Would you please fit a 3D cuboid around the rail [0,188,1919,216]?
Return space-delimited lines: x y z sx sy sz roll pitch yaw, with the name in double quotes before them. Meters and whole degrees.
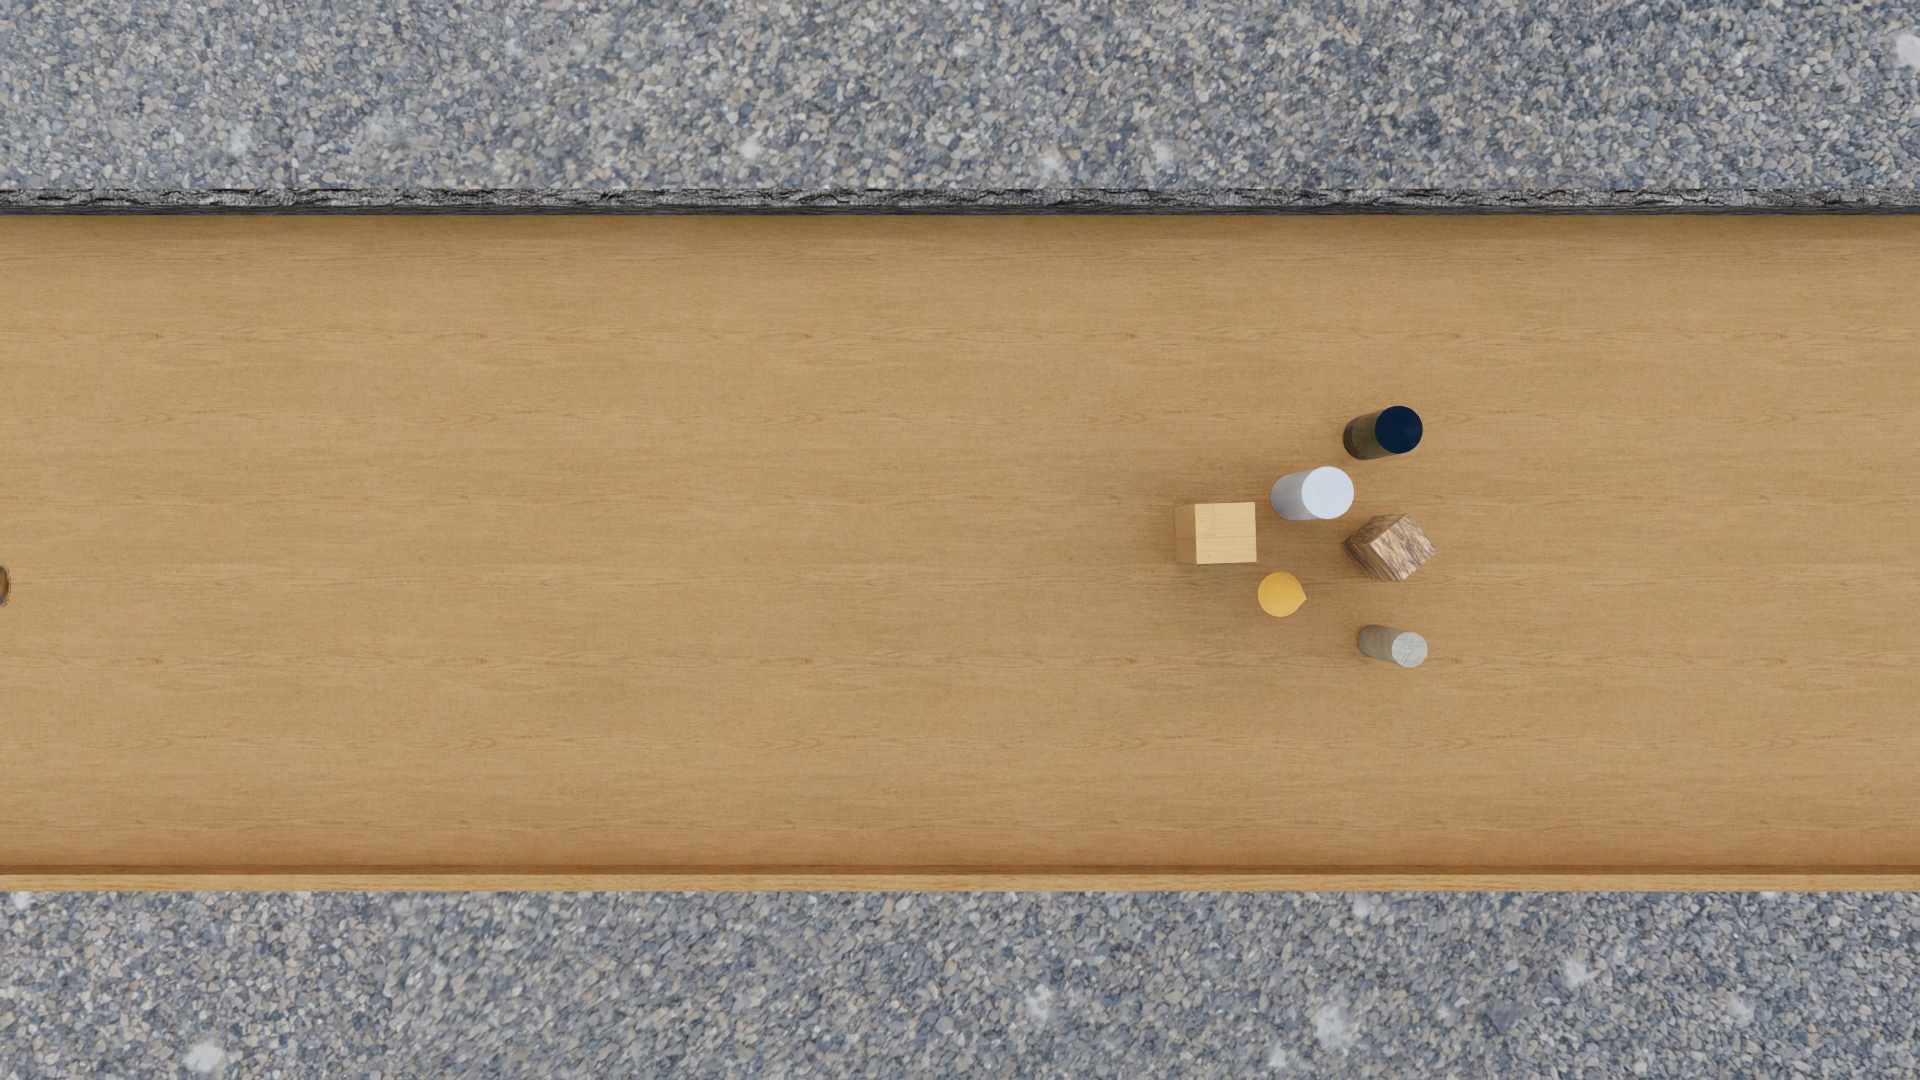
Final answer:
"rail" -2.247 -1.025 5.002 12.000 0.150 0.050 0 90 0

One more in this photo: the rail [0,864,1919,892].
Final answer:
"rail" -2.247 1.025 5.001 12.000 0.150 0.050 0 90 0

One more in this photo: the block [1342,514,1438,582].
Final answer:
"block" 1.271 0.022 4.896 0.139 0.361 0.139 -39 90 0

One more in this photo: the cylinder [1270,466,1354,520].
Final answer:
"cylinder" 1.029 -0.132 4.847 0.147 0.460 0.147 0 90 0

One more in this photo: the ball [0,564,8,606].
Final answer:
"ball" -2.995 0.137 4.961 0.231 0.231 0.231 0 90 0

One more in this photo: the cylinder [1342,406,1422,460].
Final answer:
"cylinder" 1.246 -0.313 4.880 0.137 0.393 0.137 0 90 0

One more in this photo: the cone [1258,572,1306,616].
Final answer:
"cone" 0.986 0.167 4.886 0.139 0.382 0.139 0 90 0

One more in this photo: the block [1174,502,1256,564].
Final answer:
"block" 0.746 -0.019 4.853 0.168 0.448 0.168 -2 90 0

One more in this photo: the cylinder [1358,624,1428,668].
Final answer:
"cylinder" 1.274 0.311 4.875 0.101 0.404 0.101 0 90 0
